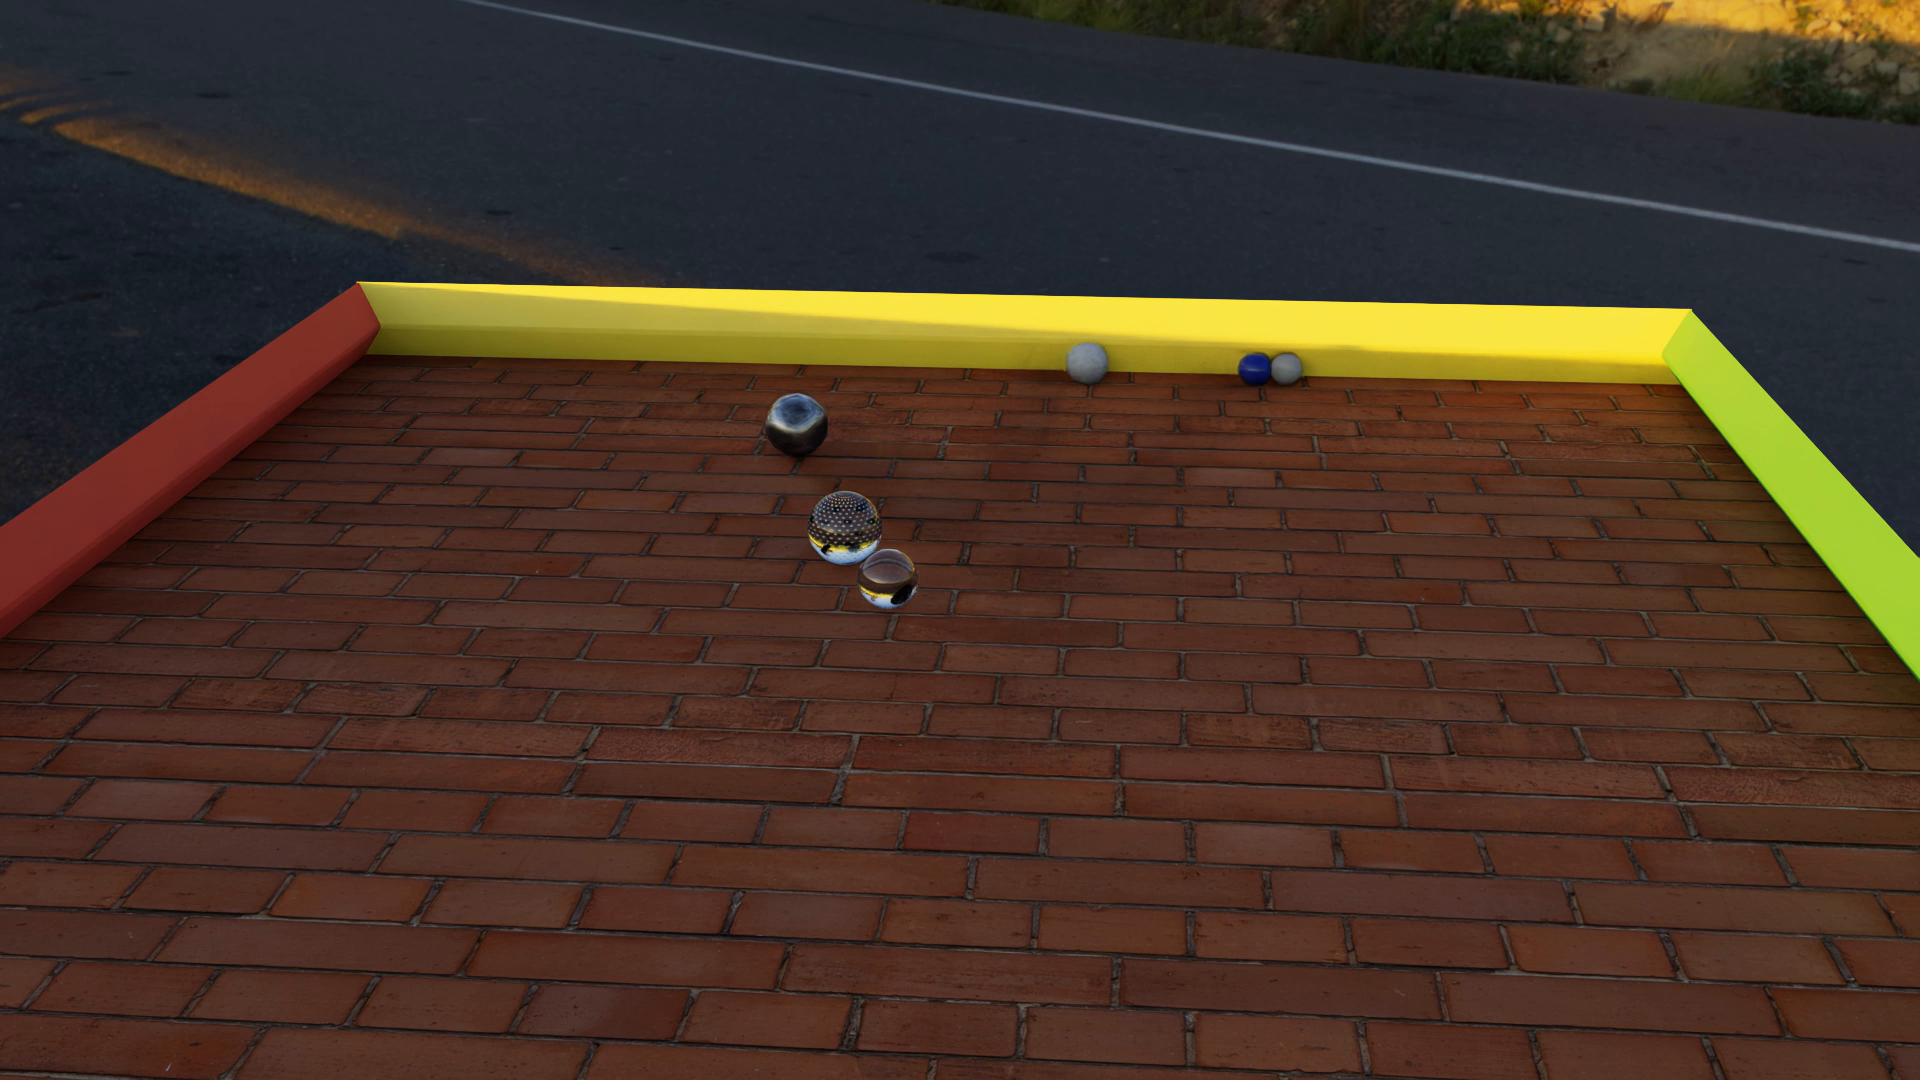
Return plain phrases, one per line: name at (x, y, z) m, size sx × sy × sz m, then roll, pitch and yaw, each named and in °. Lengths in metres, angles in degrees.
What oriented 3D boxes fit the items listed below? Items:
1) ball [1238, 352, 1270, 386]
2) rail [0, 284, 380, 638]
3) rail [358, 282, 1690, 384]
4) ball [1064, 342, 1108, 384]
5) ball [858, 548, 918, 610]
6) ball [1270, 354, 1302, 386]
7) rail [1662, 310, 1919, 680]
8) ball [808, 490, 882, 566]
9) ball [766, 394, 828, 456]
ball at (0.432, -0.251, 3.228) m, size 0.048 × 0.048 × 0.048 m, roll 0°, pitch 20°, yaw 0°
rail at (-1.041, 0.239, 1.797) m, size 0.045 × 0.112 × 3.378 m, roll 2°, pitch 20°, yaw 5°
rail at (0.070, -0.304, 3.277) m, size 1.992 × 0.112 × 0.045 m, roll 2°, pitch 20°, yaw 5°
ball at (0.185, -0.260, 3.231) m, size 0.062 × 0.062 × 0.062 m, roll 0°, pitch 20°, yaw 0°
ball at (-0.079, 0.042, 2.403) m, size 0.066 × 0.066 × 0.066 m, roll 0°, pitch 20°, yaw 0°
ball at (0.479, -0.251, 3.229) m, size 0.047 × 0.047 × 0.047 m, roll 0°, pitch 20°, yaw 0°
rail at (0.897, 0.296, 1.641) m, size 0.045 × 0.112 × 3.378 m, roll 2°, pitch 20°, yaw 5°
ball at (-0.132, -0.014, 2.526) m, size 0.086 × 0.086 × 0.086 m, roll 0°, pitch 20°, yaw 0°
ball at (-0.216, -0.152, 2.907) m, size 0.083 × 0.083 × 0.083 m, roll 0°, pitch 20°, yaw 0°
